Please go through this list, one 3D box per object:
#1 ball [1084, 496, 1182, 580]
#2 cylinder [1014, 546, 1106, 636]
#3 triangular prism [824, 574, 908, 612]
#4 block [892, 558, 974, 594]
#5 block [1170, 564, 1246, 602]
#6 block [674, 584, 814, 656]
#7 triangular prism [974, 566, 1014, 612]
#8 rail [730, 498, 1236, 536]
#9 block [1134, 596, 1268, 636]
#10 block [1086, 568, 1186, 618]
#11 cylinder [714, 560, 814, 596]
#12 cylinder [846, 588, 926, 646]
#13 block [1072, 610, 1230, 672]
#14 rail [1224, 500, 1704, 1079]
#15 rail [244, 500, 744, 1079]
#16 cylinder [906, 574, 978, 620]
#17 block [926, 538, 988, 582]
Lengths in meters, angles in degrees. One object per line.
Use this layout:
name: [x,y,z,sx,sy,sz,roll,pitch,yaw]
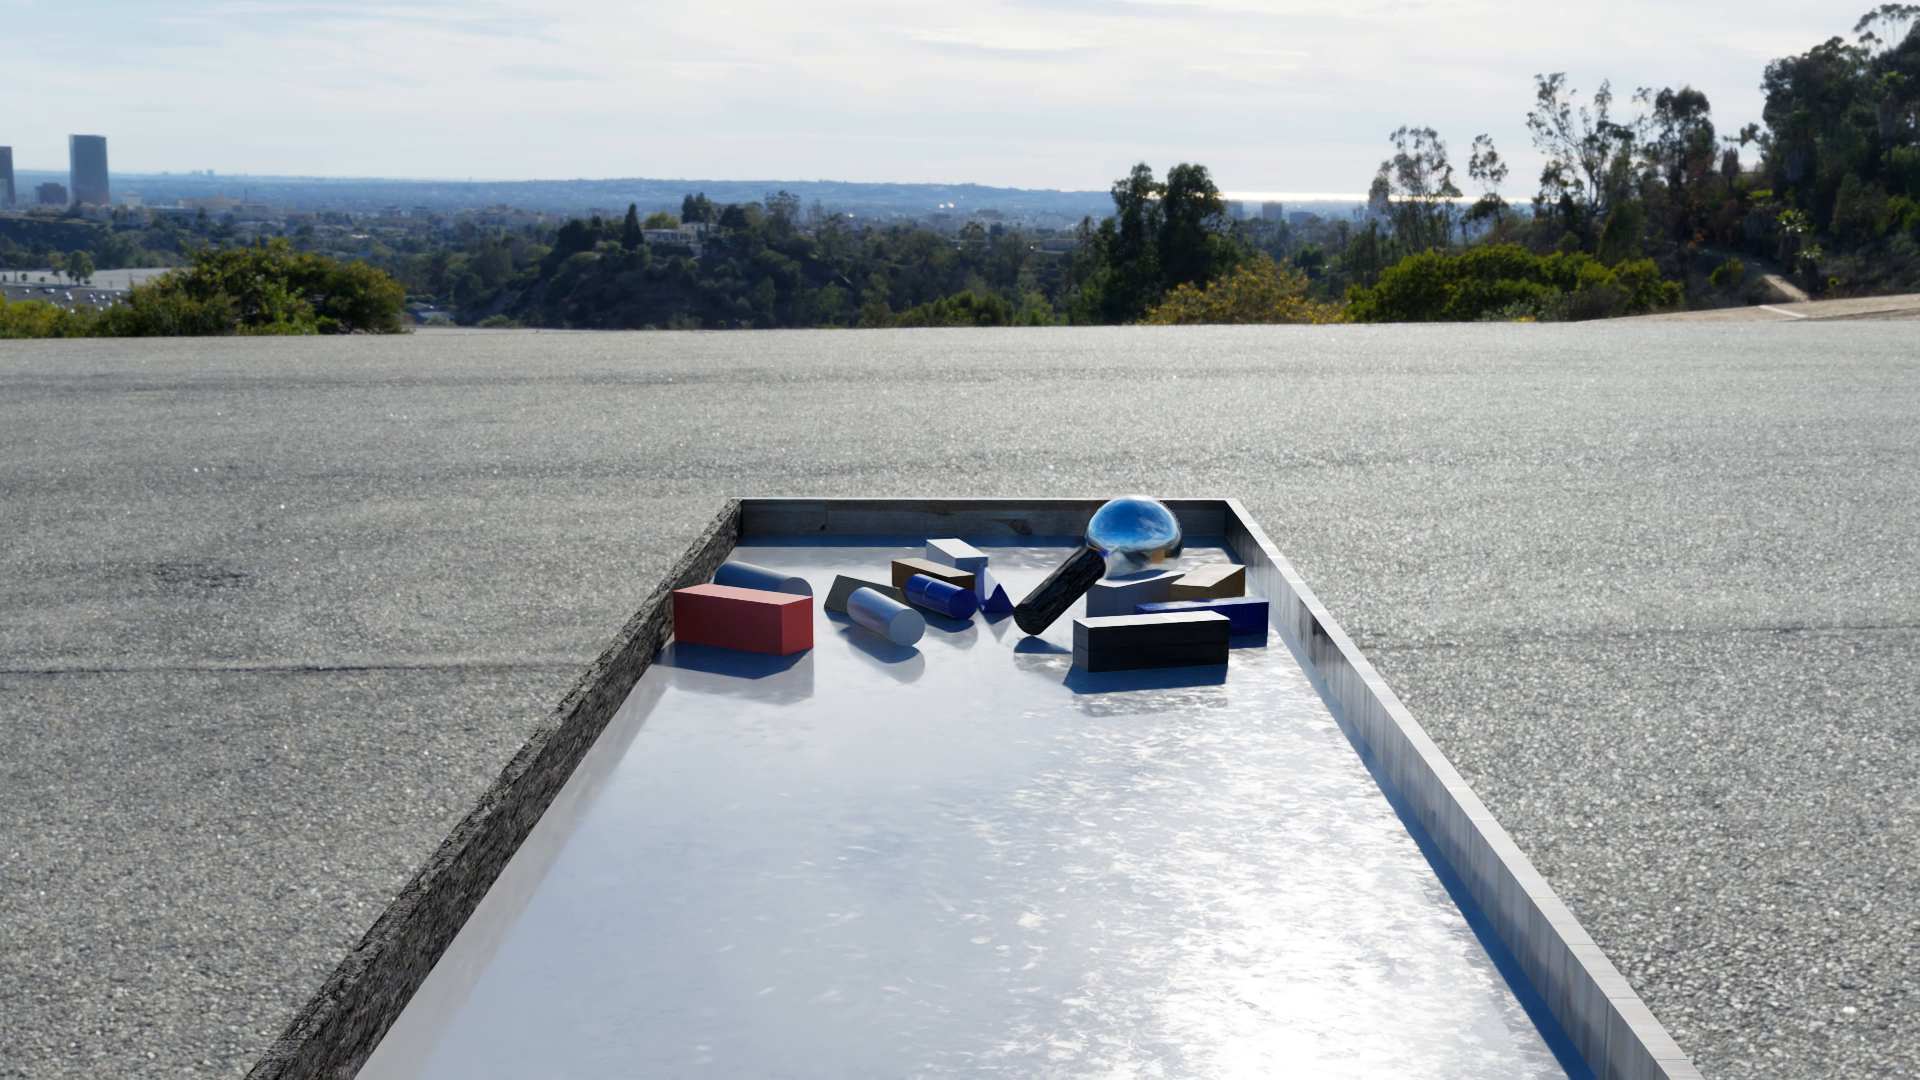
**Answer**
ball: [0.614,0.014,7.815,0.346,0.346,0.346,0,9,0]
cylinder: [0.326,0.165,7.169,0.120,0.120,0.374,7,33,37]
triangular prism: [-0.311,0.191,7.441,0.124,0.107,0.346,-8,12,-39]
block: [-0.097,0.147,7.746,0.105,0.105,0.407,-5,10,-30]
block: [0.843,0.181,7.444,0.132,0.132,0.444,4,10,22]
block: [-0.684,0.249,6.930,0.433,0.160,0.160,6,11,33]
triangular prism: [0.109,0.167,7.622,0.114,0.099,0.378,-1,9,-7]
rail: [0.099,-0.098,9.147,2.100,0.150,0.050,0,9,1]
block: [0.777,0.254,7.076,0.429,0.104,0.104,-3,10,-20]
block: [0.594,0.190,7.408,0.127,0.127,0.375,8,12,43]
cylinder: [-0.668,0.172,7.438,0.152,0.152,0.397,-7,11,-36]
cylinder: [-0.241,0.245,7.079,0.121,0.121,0.407,-4,10,-22]
block: [0.576,0.306,6.640,0.452,0.138,0.138,-3,9,-16]
rail: [1.046,0.843,3.208,0.050,0.150,12.000,0,9,1]
rail: [-1.004,0.839,3.234,0.050,0.150,12.000,0,9,1]
cylinder: [-0.065,0.192,7.467,0.104,0.104,0.336,-5,10,-28]
block: [-0.012,0.090,8.055,0.122,0.122,0.416,-2,9,-15]
